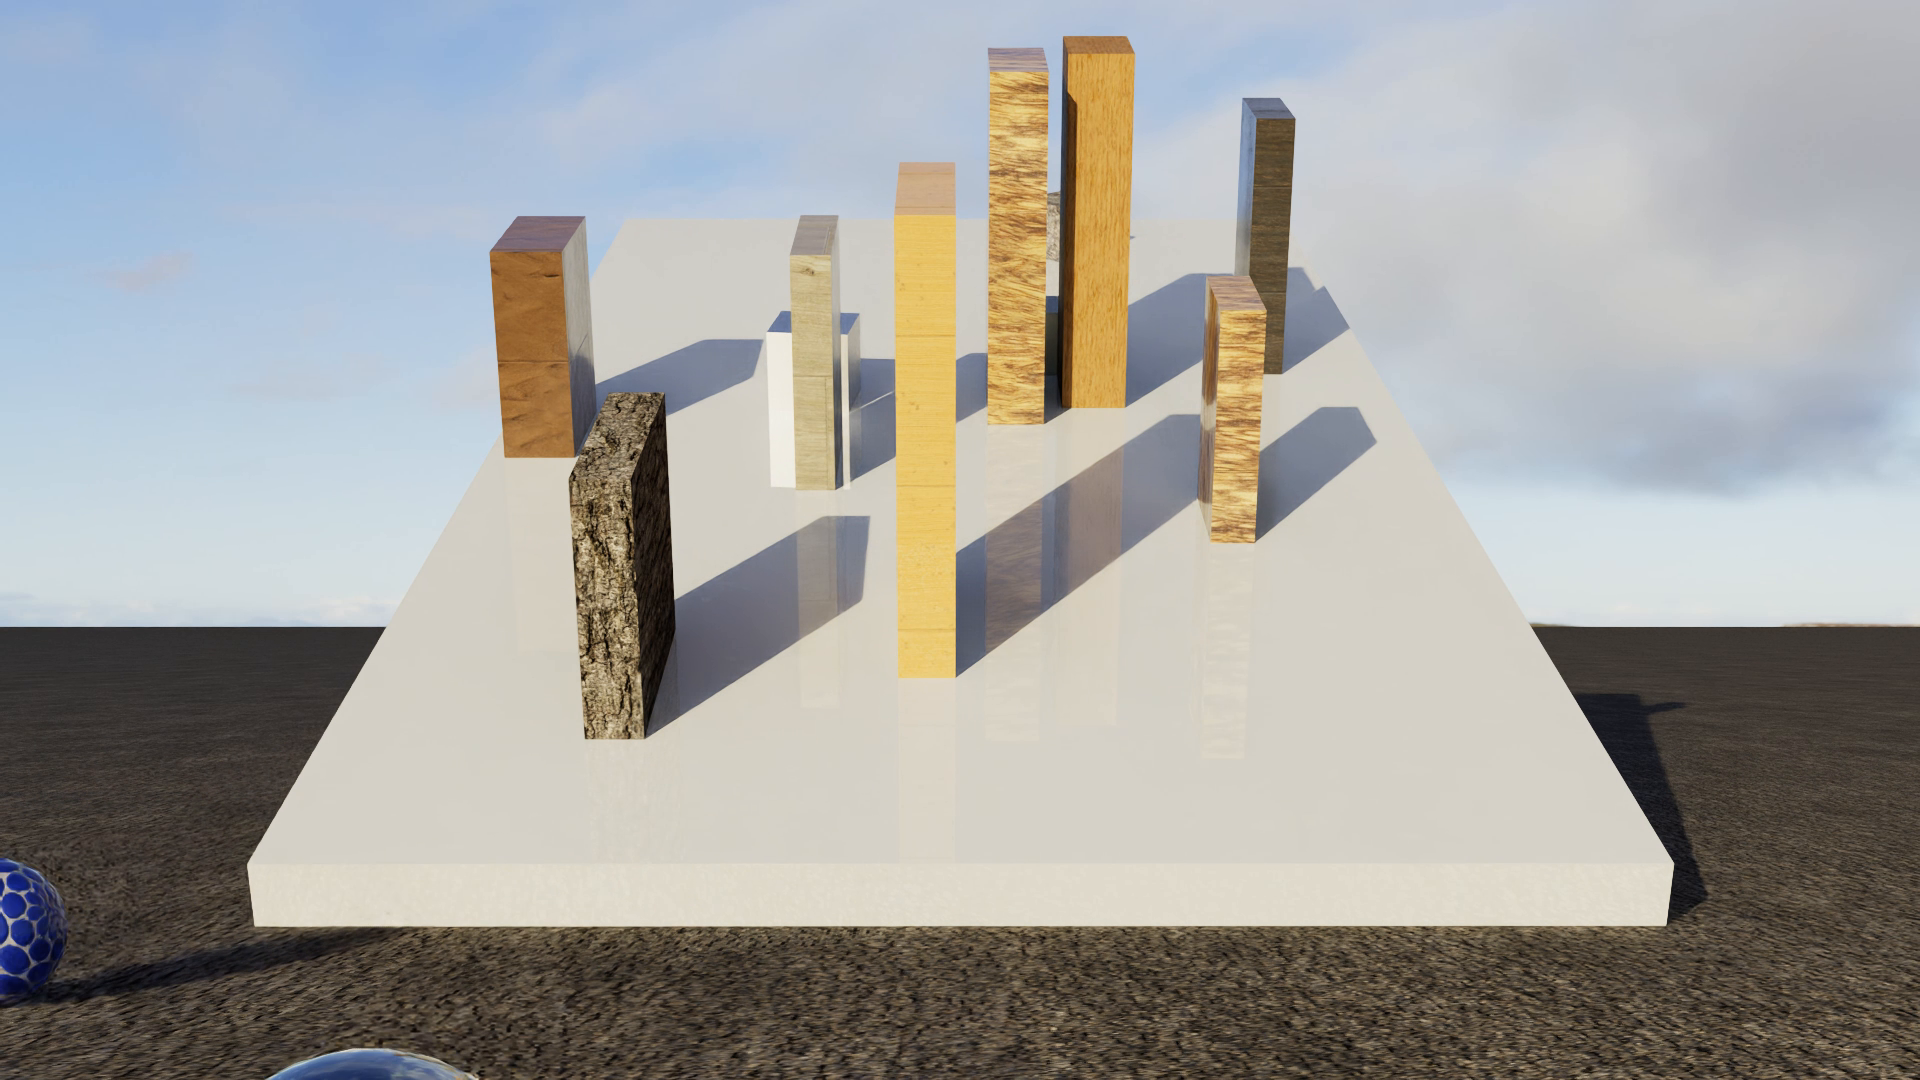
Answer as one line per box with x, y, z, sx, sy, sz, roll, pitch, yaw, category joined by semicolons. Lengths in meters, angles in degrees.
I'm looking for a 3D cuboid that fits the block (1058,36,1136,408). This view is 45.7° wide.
0.302;-0.715;5.140;0.143;0.794;0.252;0;21;0;block

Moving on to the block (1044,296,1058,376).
0.273;-0.488;5.444;0.153;0.153;0.153;0;21;0;block

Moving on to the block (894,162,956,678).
-0.055;-0.207;3.831;0.095;0.780;0.401;0;21;0;block

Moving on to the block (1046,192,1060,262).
0.292;-0.893;6.495;0.159;0.159;0.159;-19;28;-40;block

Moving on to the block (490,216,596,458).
-0.891;-0.440;4.905;0.148;0.446;0.326;0;21;0;block

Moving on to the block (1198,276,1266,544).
0.522;-0.254;4.406;0.084;0.459;0.255;0;21;0;block

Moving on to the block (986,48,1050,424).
0.123;-0.676;5.064;0.124;0.775;0.327;0;21;0;block

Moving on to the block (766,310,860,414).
-0.330;-0.406;5.187;0.182;0.182;0.182;2;21;6;block

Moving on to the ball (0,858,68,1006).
-1.088;0.440;2.553;0.167;0.167;0.167;0;-2;0;ball

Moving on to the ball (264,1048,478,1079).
-0.315;0.373;1.204;0.206;0.206;0.206;0;-2;0;ball

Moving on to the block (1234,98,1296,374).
0.719;-0.724;5.428;0.090;0.607;0.271;0;21;0;block

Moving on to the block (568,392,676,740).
-0.541;0.032;3.692;0.093;0.431;0.437;0;21;0;block

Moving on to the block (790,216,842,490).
-0.295;-0.392;4.722;0.080;0.489;0.352;0;21;0;block

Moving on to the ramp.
-0.006;-0.214;5.082;2.000;0.100;4.000;0;21;0;ramp
